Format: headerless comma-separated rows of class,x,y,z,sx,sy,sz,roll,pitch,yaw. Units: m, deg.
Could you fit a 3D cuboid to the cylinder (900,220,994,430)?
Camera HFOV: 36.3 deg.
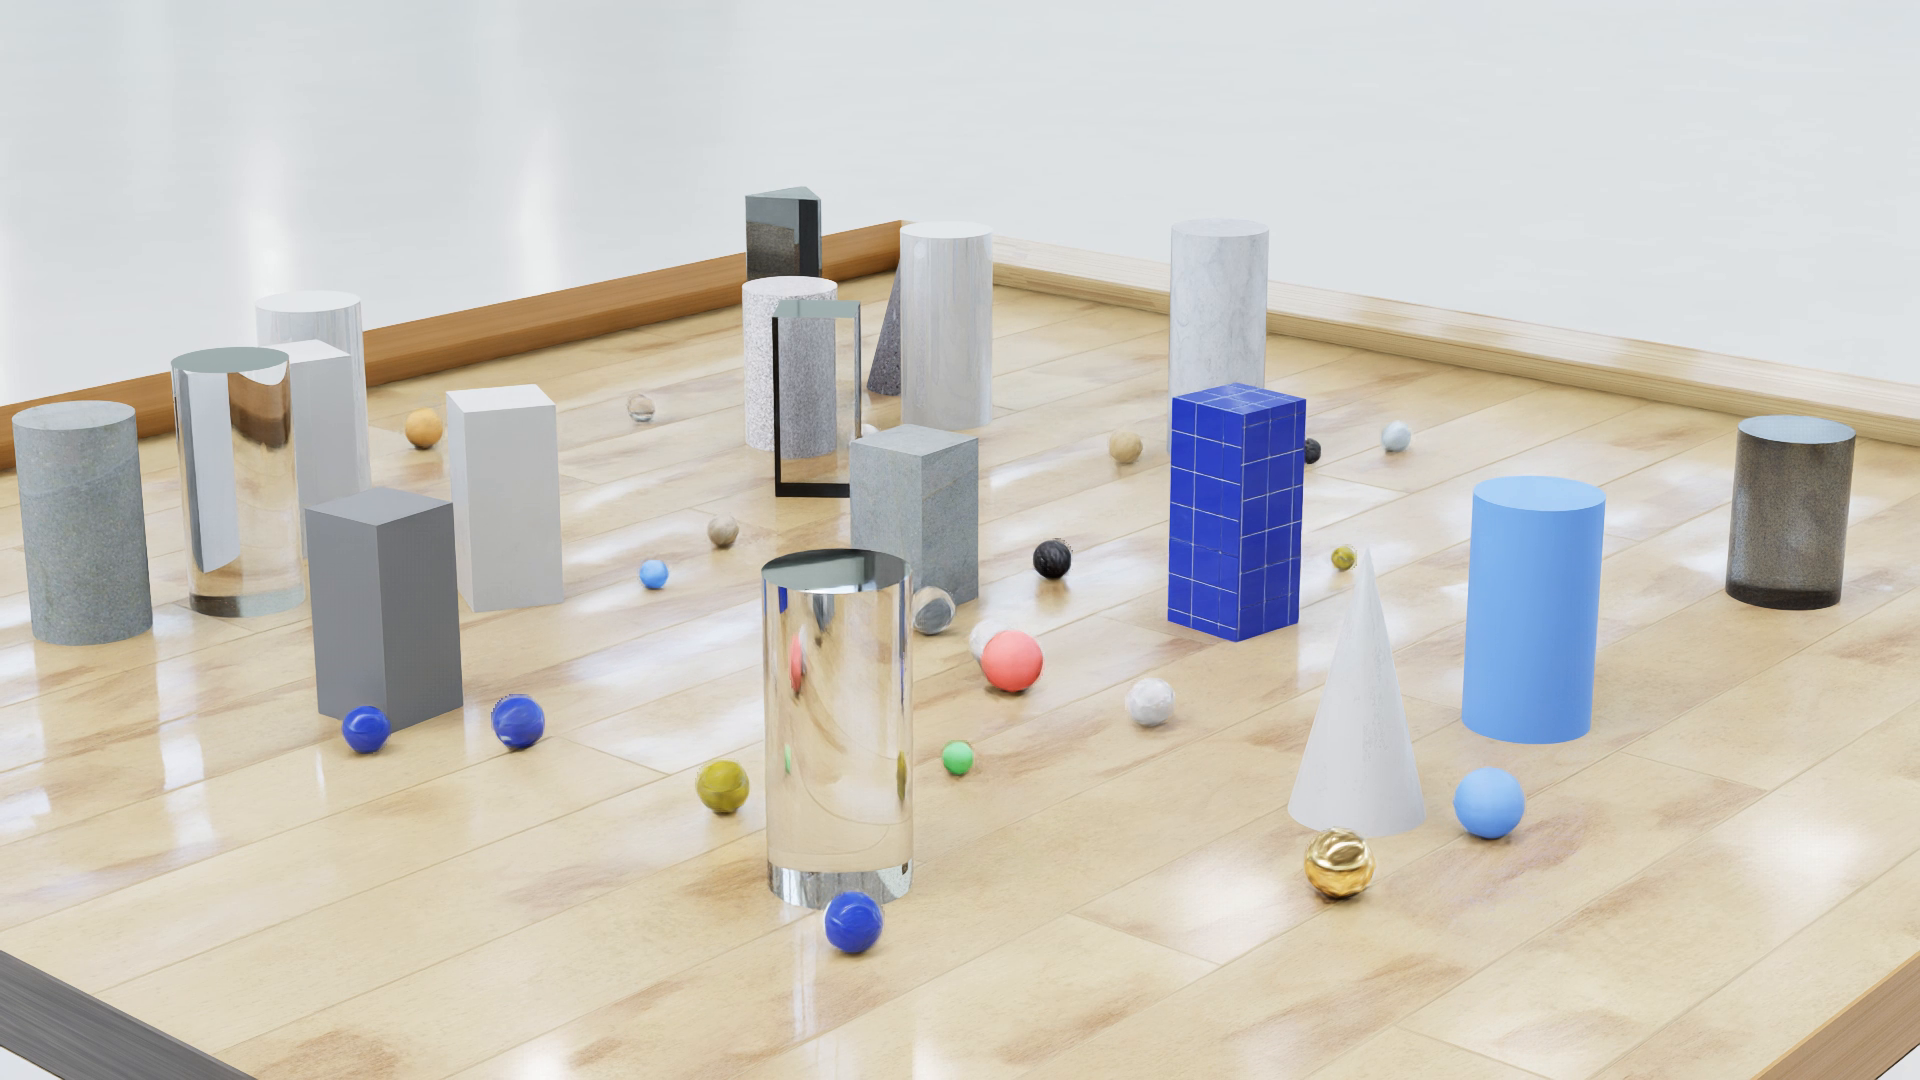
cylinder,-0.029,-0.458,6.255,0.197,0.414,0.197,0,17,0

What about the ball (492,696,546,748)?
ball,-0.662,0.274,4.405,0.079,0.079,0.079,0,17,0

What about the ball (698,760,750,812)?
ball,-0.335,0.350,4.161,0.075,0.075,0.075,0,17,0

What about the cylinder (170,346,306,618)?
cylinder,-1.240,-0.101,5.043,0.197,0.429,0.197,0,17,0

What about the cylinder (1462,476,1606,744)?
cylinder,0.873,0.105,4.469,0.197,0.367,0.197,0,17,0

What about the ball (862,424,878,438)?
ball,-0.193,-0.207,6.029,0.063,0.063,0.063,0,17,0

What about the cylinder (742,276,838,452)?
cylinder,-0.351,-0.367,6.098,0.197,0.329,0.197,0,17,0

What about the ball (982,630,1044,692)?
ball,0.083,0.191,4.647,0.098,0.098,0.098,0,17,0

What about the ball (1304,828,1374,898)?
ball,0.502,0.428,3.873,0.092,0.092,0.092,0,17,0

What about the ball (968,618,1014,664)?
ball,0.053,0.167,4.758,0.080,0.080,0.080,0,17,0

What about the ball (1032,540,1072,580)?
ball,0.164,0.035,5.216,0.069,0.069,0.069,0,17,0

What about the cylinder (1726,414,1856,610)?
cylinder,1.443,-0.049,5.099,0.197,0.297,0.197,0,17,0

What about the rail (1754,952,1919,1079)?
rail,1.493,0.406,3.879,0.045,0.128,4.128,14,22,39

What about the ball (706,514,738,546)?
ball,-0.438,-0.019,5.410,0.060,0.060,0.060,0,17,0

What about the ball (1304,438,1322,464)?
ball,0.711,-0.181,5.963,0.050,0.050,0.050,0,17,0

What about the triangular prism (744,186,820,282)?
triangular prism,-0.362,-0.535,6.430,0.170,0.460,0.148,5,17,15

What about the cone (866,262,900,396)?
cone,-0.112,-0.525,6.547,0.197,0.373,0.197,0,17,0

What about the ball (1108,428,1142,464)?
ball,0.336,-0.191,5.964,0.070,0.070,0.070,0,17,0

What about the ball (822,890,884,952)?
ball,-0.136,0.483,3.715,0.077,0.077,0.077,0,17,0

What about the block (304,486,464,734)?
block,-0.887,0.106,4.525,0.157,0.332,0.157,12,21,35

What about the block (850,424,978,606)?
block,-0.079,-0.034,5.063,0.157,0.289,0.157,13,21,36

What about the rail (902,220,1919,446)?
rail,1.338,-0.413,6.595,4.001,0.128,0.045,14,22,39

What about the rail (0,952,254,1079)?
rail,-1.338,0.477,3.645,4.001,0.128,0.045,14,22,39

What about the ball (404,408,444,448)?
ball,-1.111,-0.232,6.081,0.080,0.080,0.080,0,17,0

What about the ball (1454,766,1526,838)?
ball,0.736,0.365,4.071,0.098,0.098,0.098,0,17,0

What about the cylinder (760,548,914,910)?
cylinder,-0.160,0.248,3.872,0.197,0.436,0.197,0,17,0

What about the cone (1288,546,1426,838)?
cone,0.565,0.195,4.116,0.197,0.398,0.197,0,17,0

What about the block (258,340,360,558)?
block,-1.208,-0.165,5.365,0.157,0.365,0.157,-11,20,-33

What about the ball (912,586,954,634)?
ball,-0.049,0.118,4.922,0.080,0.080,0.080,0,17,0

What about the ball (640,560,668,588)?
ball,-0.539,0.060,5.163,0.052,0.052,0.052,0,17,0

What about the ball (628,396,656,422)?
ball,-0.682,-0.281,6.279,0.060,0.060,0.060,0,17,0

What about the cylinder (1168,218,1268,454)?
cylinder,0.526,-0.407,5.987,0.197,0.469,0.197,0,17,0

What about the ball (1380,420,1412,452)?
ball,0.899,-0.214,6.052,0.063,0.063,0.063,0,17,0

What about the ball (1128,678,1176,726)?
ball,0.294,0.248,4.498,0.075,0.075,0.075,0,17,0

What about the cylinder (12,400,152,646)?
cylinder,-1.468,-0.030,4.909,0.197,0.370,0.197,0,17,0

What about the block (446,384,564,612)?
block,-0.789,-0.074,5.081,0.157,0.355,0.157,-6,18,-20

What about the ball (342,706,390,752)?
ball,-0.890,0.283,4.391,0.071,0.071,0.071,0,17,0

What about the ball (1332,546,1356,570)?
ball,0.689,0.033,5.266,0.044,0.044,0.044,0,17,0

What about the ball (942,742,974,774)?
ball,-0.003,0.320,4.308,0.047,0.047,0.047,0,17,0

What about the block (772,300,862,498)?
block,-0.278,-0.278,5.750,0.157,0.359,0.157,1,17,3

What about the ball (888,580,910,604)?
ball,-0.104,0.089,4.990,0.040,0.040,0.040,0,17,0

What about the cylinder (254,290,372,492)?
cylinder,-1.233,-0.258,5.604,0.197,0.405,0.197,0,17,0

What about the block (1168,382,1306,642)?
block,0.465,-0.048,4.934,0.157,0.391,0.157,-15,22,-40

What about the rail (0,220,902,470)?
rail,-1.493,-0.342,6.361,0.045,0.128,4.128,14,22,39
